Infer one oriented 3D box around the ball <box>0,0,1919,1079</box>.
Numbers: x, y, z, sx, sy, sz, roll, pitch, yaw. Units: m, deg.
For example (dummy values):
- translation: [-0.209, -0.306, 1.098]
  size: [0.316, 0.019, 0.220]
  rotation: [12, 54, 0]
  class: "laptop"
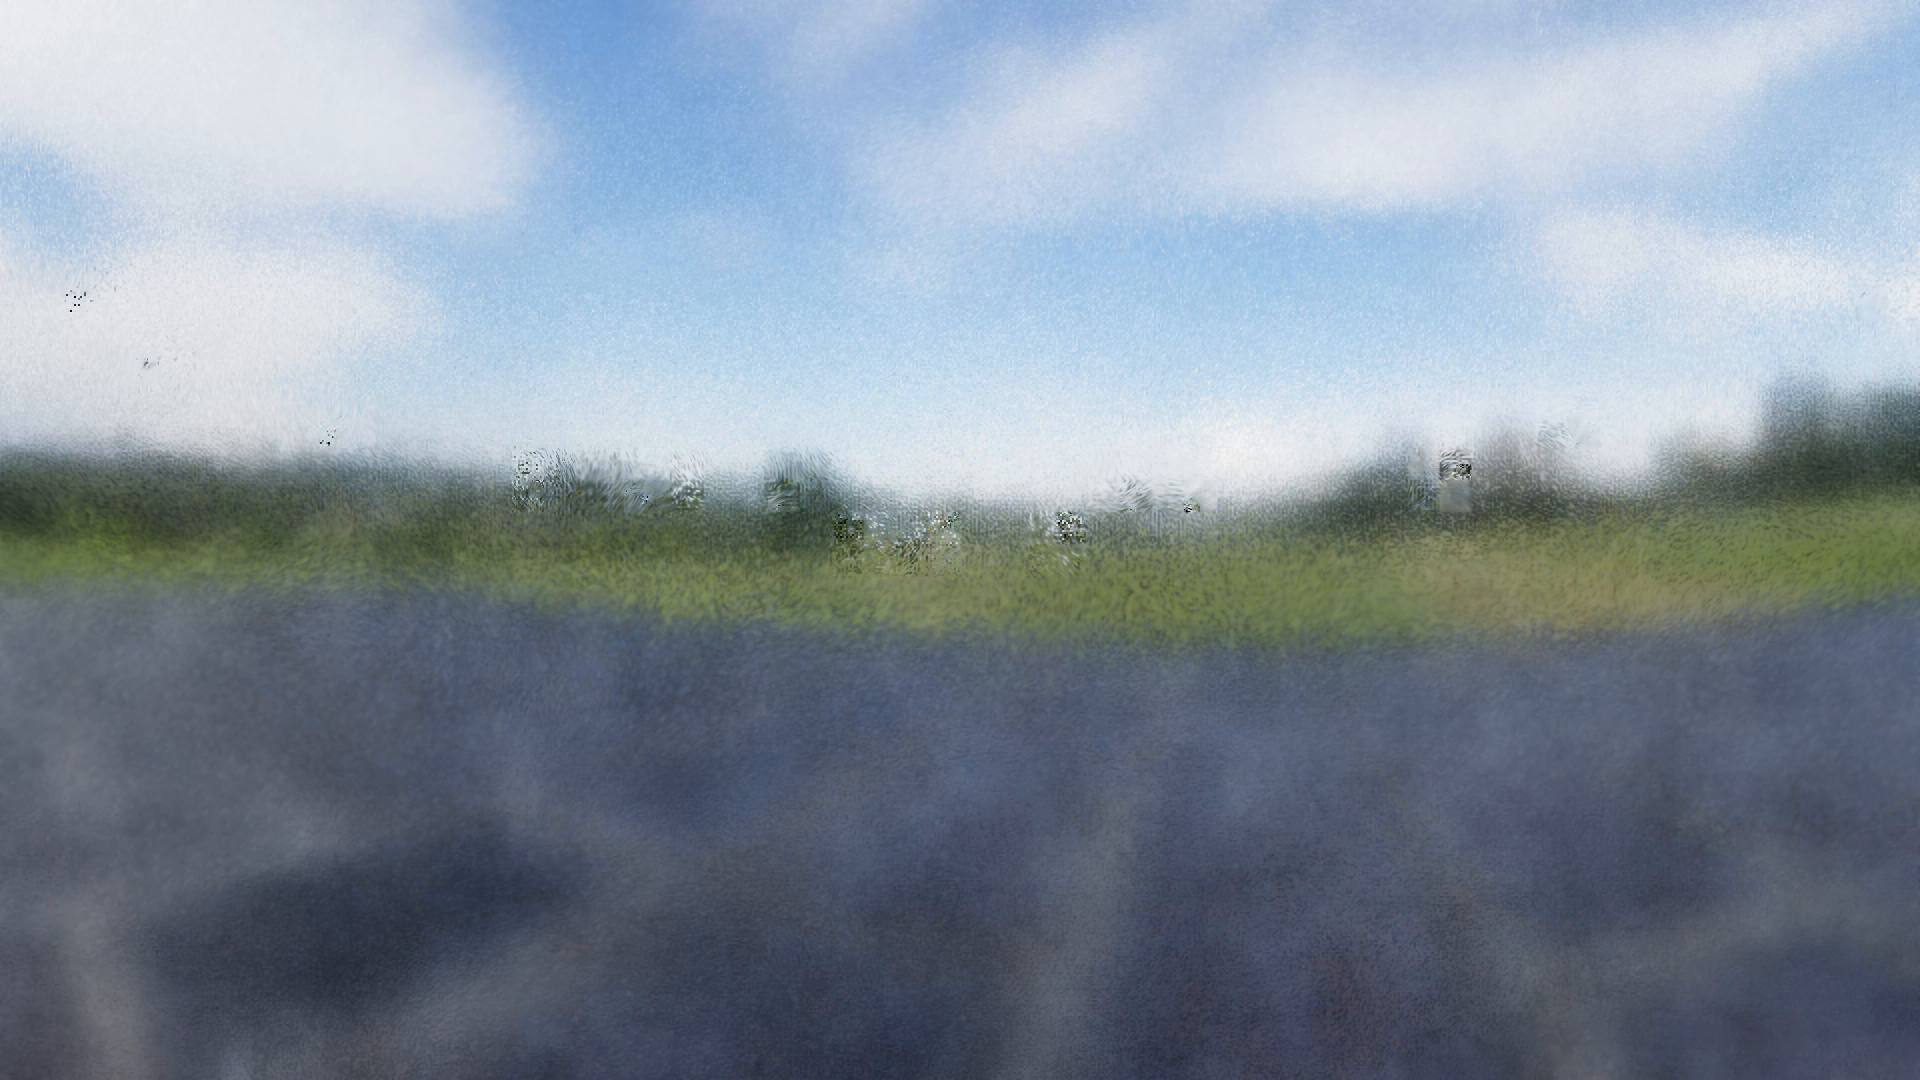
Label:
- translation: [0.000, -0.002, 0.056]
  size: [0.080, 0.080, 0.080]
  rotation: [0, 4, 0]
  class: "ball"
